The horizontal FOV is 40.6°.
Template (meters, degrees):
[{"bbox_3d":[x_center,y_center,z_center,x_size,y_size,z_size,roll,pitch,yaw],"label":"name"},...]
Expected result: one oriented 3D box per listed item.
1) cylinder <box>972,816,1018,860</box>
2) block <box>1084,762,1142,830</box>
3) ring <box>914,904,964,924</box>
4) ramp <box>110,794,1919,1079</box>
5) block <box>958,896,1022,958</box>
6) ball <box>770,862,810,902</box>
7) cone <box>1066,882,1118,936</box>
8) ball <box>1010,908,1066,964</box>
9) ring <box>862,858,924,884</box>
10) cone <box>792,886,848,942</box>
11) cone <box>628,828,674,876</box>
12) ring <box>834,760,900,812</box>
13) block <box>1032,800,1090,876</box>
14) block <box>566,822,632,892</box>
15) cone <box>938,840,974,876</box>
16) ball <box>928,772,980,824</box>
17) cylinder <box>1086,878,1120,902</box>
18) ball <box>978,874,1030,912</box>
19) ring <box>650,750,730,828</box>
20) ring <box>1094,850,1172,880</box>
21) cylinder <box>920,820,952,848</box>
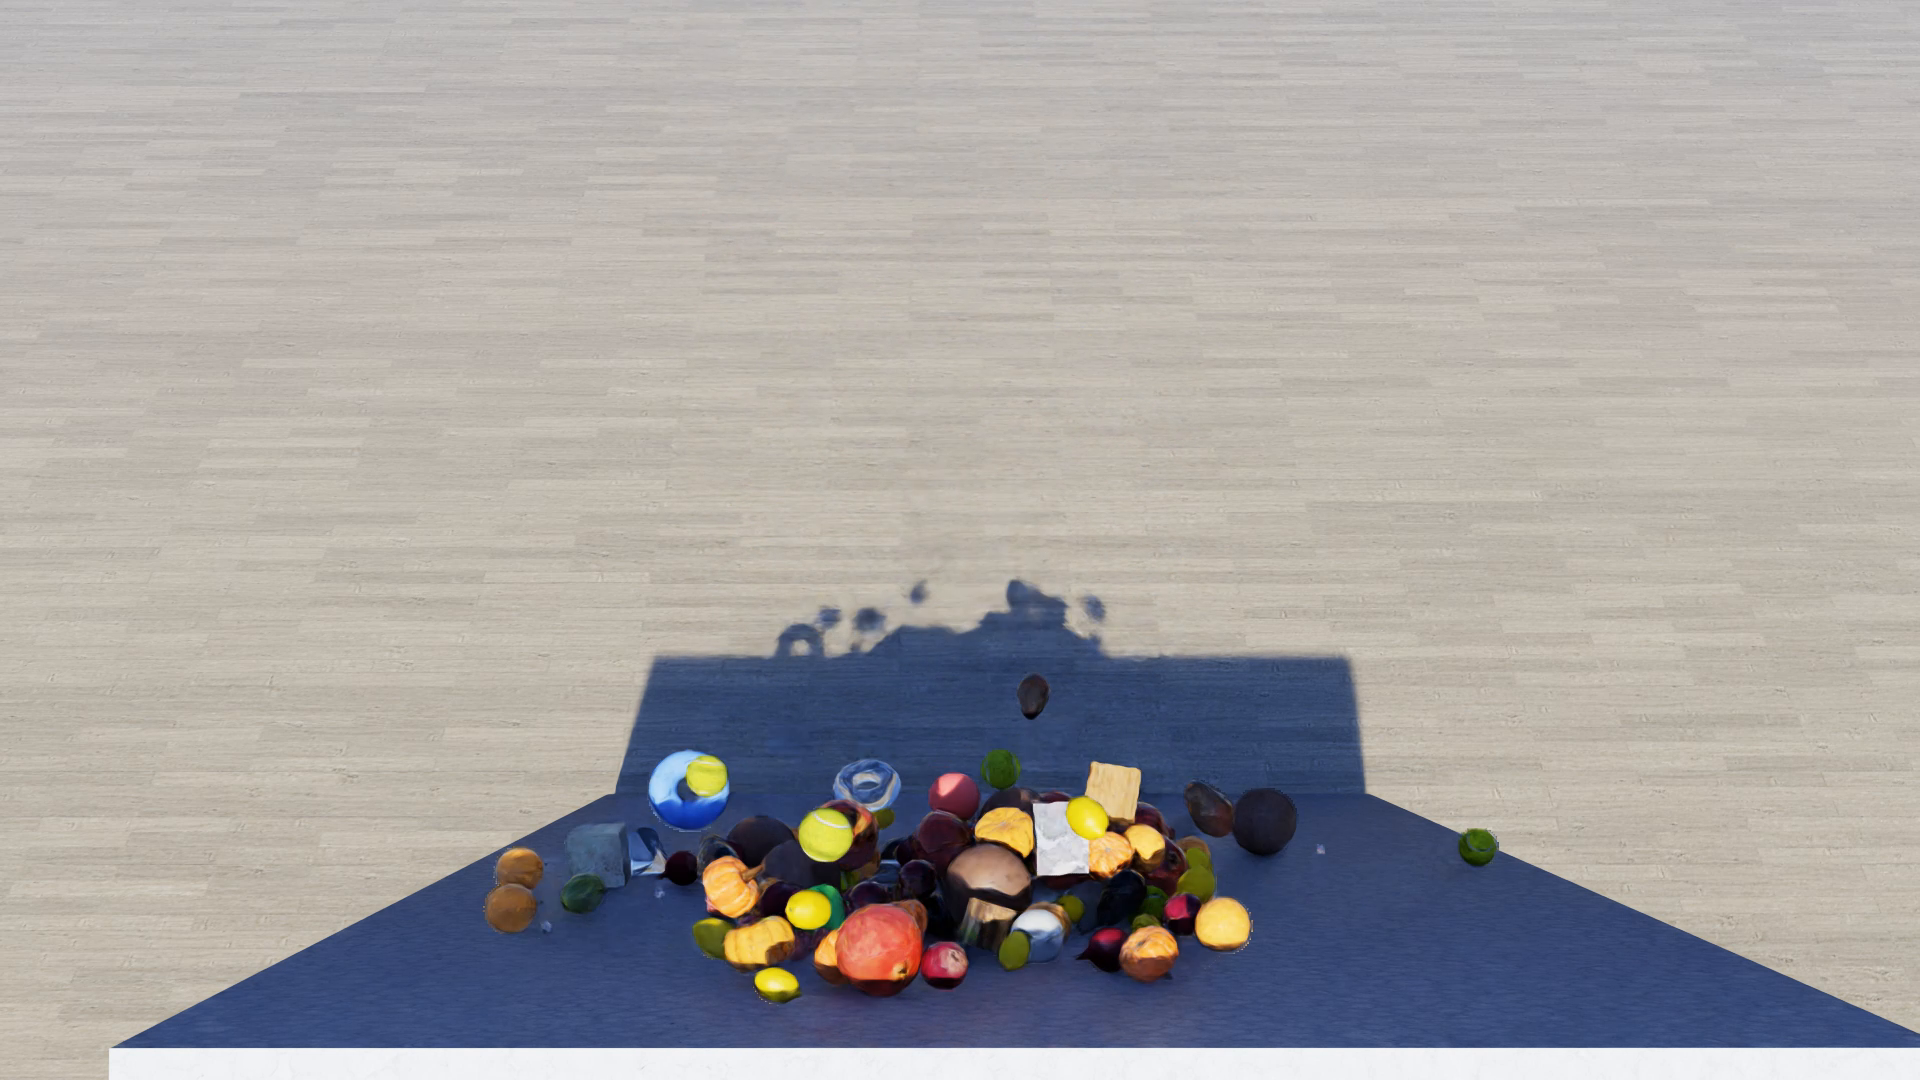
[{"bbox_3d":[0.055,0.470,4.096,0.058,0.058,0.058,13,10,18],"label":"cylinder"},{"bbox_3d":[0.235,0.394,4.005,0.080,0.080,0.080,8,74,6],"label":"block"},{"bbox_3d":[-0.032,0.571,3.966,0.081,0.027,0.081,1,-2,0],"label":"ring"},{"bbox_3d":[0.076,0.659,4.816,2.000,0.100,4.000,0,-2,0],"label":"ramp"},{"bbox_3d":[0.044,0.533,3.568,0.062,0.062,0.062,21,-8,-22],"label":"block"},{"bbox_3d":[-0.279,0.560,4.242,0.066,0.066,0.066,0,35,0],"label":"ball"},{"bbox_3d":[0.187,0.561,3.836,0.079,0.079,0.079,8,31,11],"label":"cone"},{"bbox_3d":[0.104,0.535,3.506,0.075,0.075,0.075,0,35,0],"label":"ball"},{"bbox_3d":[-0.119,0.584,4.584,0.110,0.037,0.110,-1,-2,0],"label":"ring"},{"bbox_3d":[-0.182,0.547,3.708,0.085,0.085,0.085,-24,21,-31],"label":"cone"},{"bbox_3d":[-0.552,0.585,4.715,0.096,0.096,0.096,-22,49,28],"label":"cone"},{"bbox_3d":[-0.164,0.434,4.585,0.119,0.040,0.119,-3,38,2],"label":"ring"},{"bbox_3d":[0.145,0.428,3.730,0.074,0.074,0.074,-4,47,-1],"label":"block"},{"bbox_3d":[-0.612,0.536,4.400,0.091,0.091,0.091,-6,6,0],"label":"block"},{"bbox_3d":[-0.008,0.573,4.693,0.065,0.065,0.065,0,-2,0],"label":"cone"},{"bbox_3d":[-0.010,0.450,4.528,0.090,0.090,0.090,0,35,0],"label":"ball"},{"bbox_3d":[0.221,0.562,4.118,0.050,0.050,0.050,16,0,21],"label":"cylinder"},{"bbox_3d":[0.067,0.544,3.927,0.079,0.079,0.079,0,35,0],"label":"ball"},{"bbox_3d":[-0.486,0.448,4.660,0.146,0.049,0.146,5,68,-13],"label":"ring"},{"bbox_3d":[0.308,0.581,4.640,0.140,0.047,0.140,-1,-1,0],"label":"ring"},{"bbox_3d":[-0.050,0.593,5.230,0.052,0.052,0.052,1,34,17],"label":"cylinder"}]
